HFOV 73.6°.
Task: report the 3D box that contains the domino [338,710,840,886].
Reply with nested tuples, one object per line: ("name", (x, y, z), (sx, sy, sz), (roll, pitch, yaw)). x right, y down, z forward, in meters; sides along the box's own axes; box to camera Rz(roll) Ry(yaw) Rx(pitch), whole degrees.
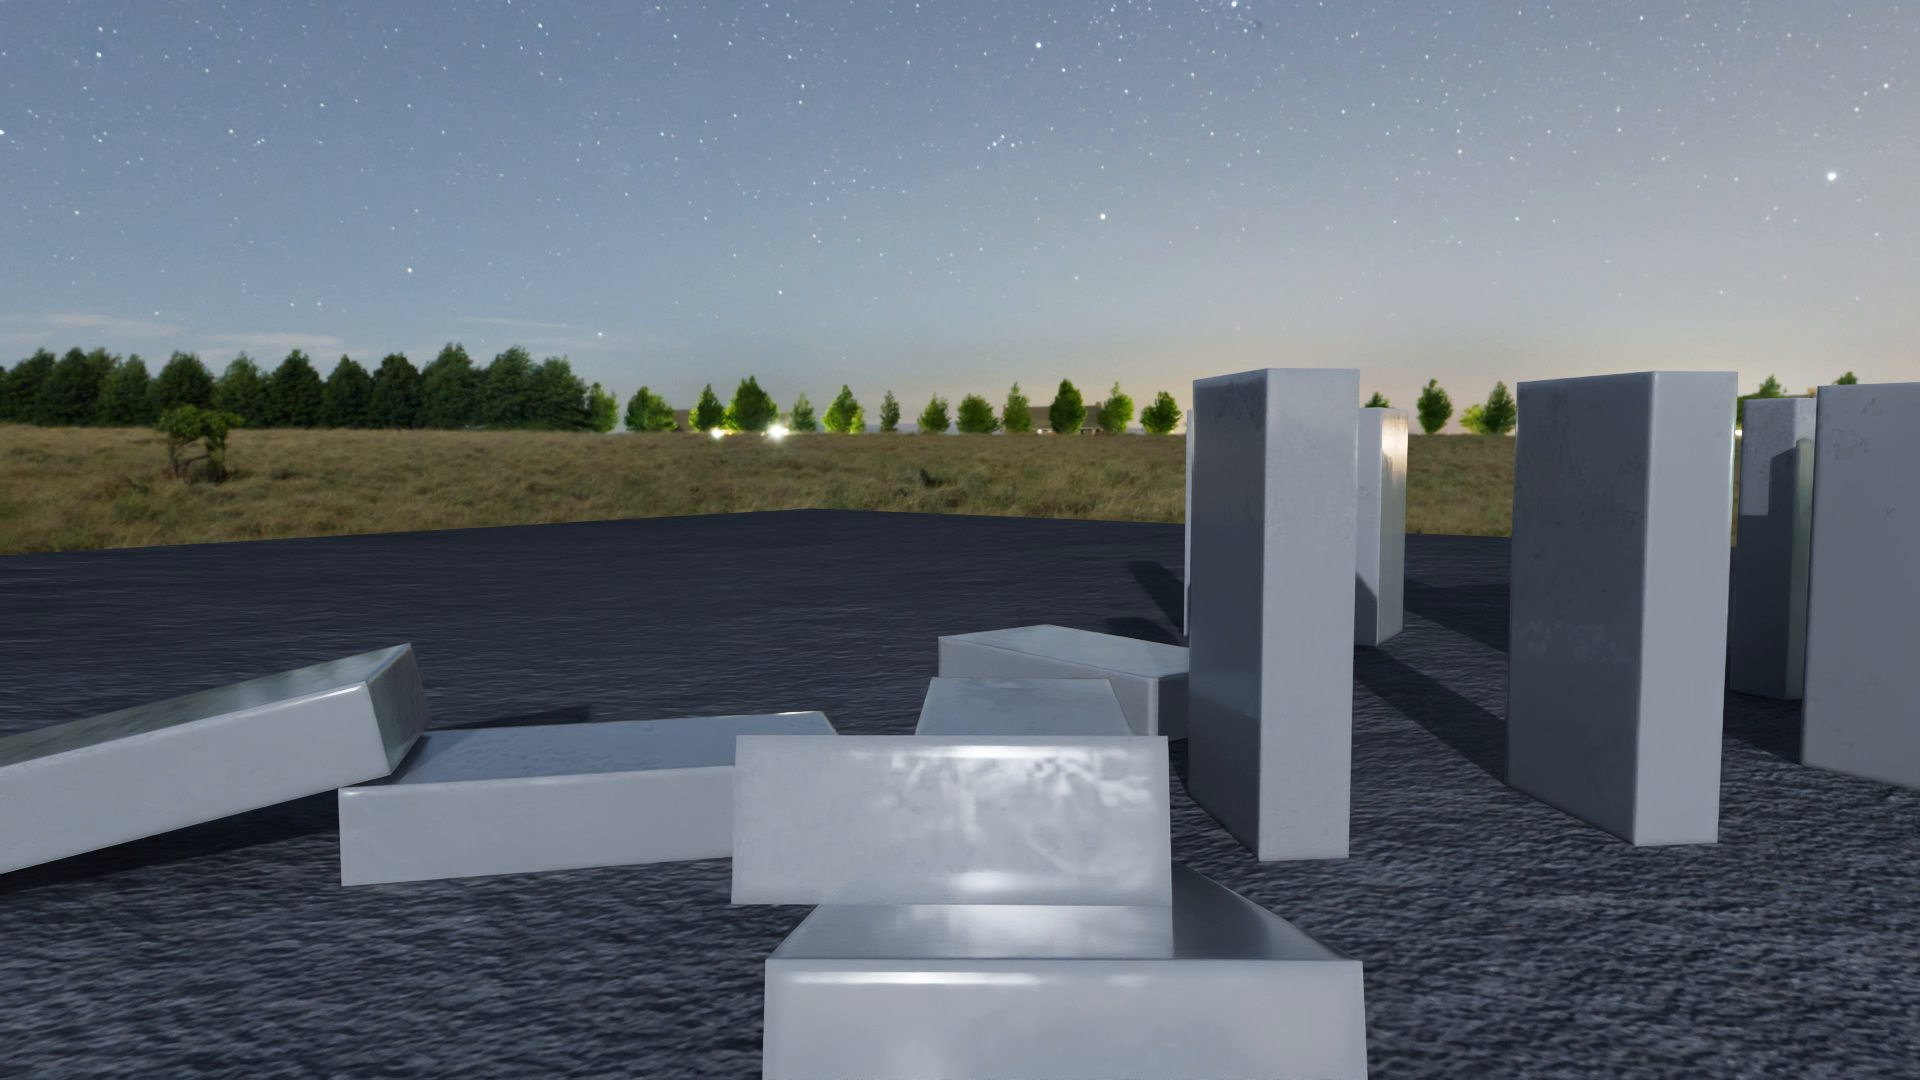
("domino", (-0.038, 0.027, 0.141), (0.050, 0.010, 0.025), (-1, 4, -14))

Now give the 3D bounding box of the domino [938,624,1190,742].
("domino", (0.021, 0.022, 0.208), (0.025, 0.010, 0.050), (-3, 5, -38))

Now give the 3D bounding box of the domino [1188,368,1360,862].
("domino", (0.034, 0.007, 0.142), (0.009, 0.050, 0.025), (-1, 4, -7))

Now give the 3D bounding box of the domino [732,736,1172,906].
("domino", (0.000, 0.020, 0.098), (0.025, 0.010, 0.050), (0, -9, 2))

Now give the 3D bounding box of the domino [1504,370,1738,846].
("domino", (0.074, 0.007, 0.147), (0.010, 0.050, 0.025), (-1, 4, -8))

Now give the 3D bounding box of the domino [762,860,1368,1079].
("domino", (0.005, 0.026, 0.078), (0.025, 0.009, 0.050), (0, -9, 0))

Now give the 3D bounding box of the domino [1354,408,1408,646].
("domino", (0.090, -0.004, 0.281), (0.010, 0.050, 0.025), (3, 5, 31))

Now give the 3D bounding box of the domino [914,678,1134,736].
("domino", (0.008, 0.026, 0.157), (0.025, 0.009, 0.050), (0, 4, 2))

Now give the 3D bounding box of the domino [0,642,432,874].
("domino", (-0.083, 0.023, 0.130), (0.050, 0.009, 0.025), (-13, 7, -13))

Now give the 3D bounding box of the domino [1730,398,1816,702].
("domino", (0.146, 0.001, 0.220), (0.025, 0.050, 0.009), (-2, 5, -22))

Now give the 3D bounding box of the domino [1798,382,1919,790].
("domino", (0.121, 0.006, 0.159), (0.009, 0.050, 0.025), (-2, 5, -27))

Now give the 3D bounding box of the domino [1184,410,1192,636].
("domino", (0.057, -0.004, 0.294), (0.009, 0.050, 0.025), (1, 4, 12))
